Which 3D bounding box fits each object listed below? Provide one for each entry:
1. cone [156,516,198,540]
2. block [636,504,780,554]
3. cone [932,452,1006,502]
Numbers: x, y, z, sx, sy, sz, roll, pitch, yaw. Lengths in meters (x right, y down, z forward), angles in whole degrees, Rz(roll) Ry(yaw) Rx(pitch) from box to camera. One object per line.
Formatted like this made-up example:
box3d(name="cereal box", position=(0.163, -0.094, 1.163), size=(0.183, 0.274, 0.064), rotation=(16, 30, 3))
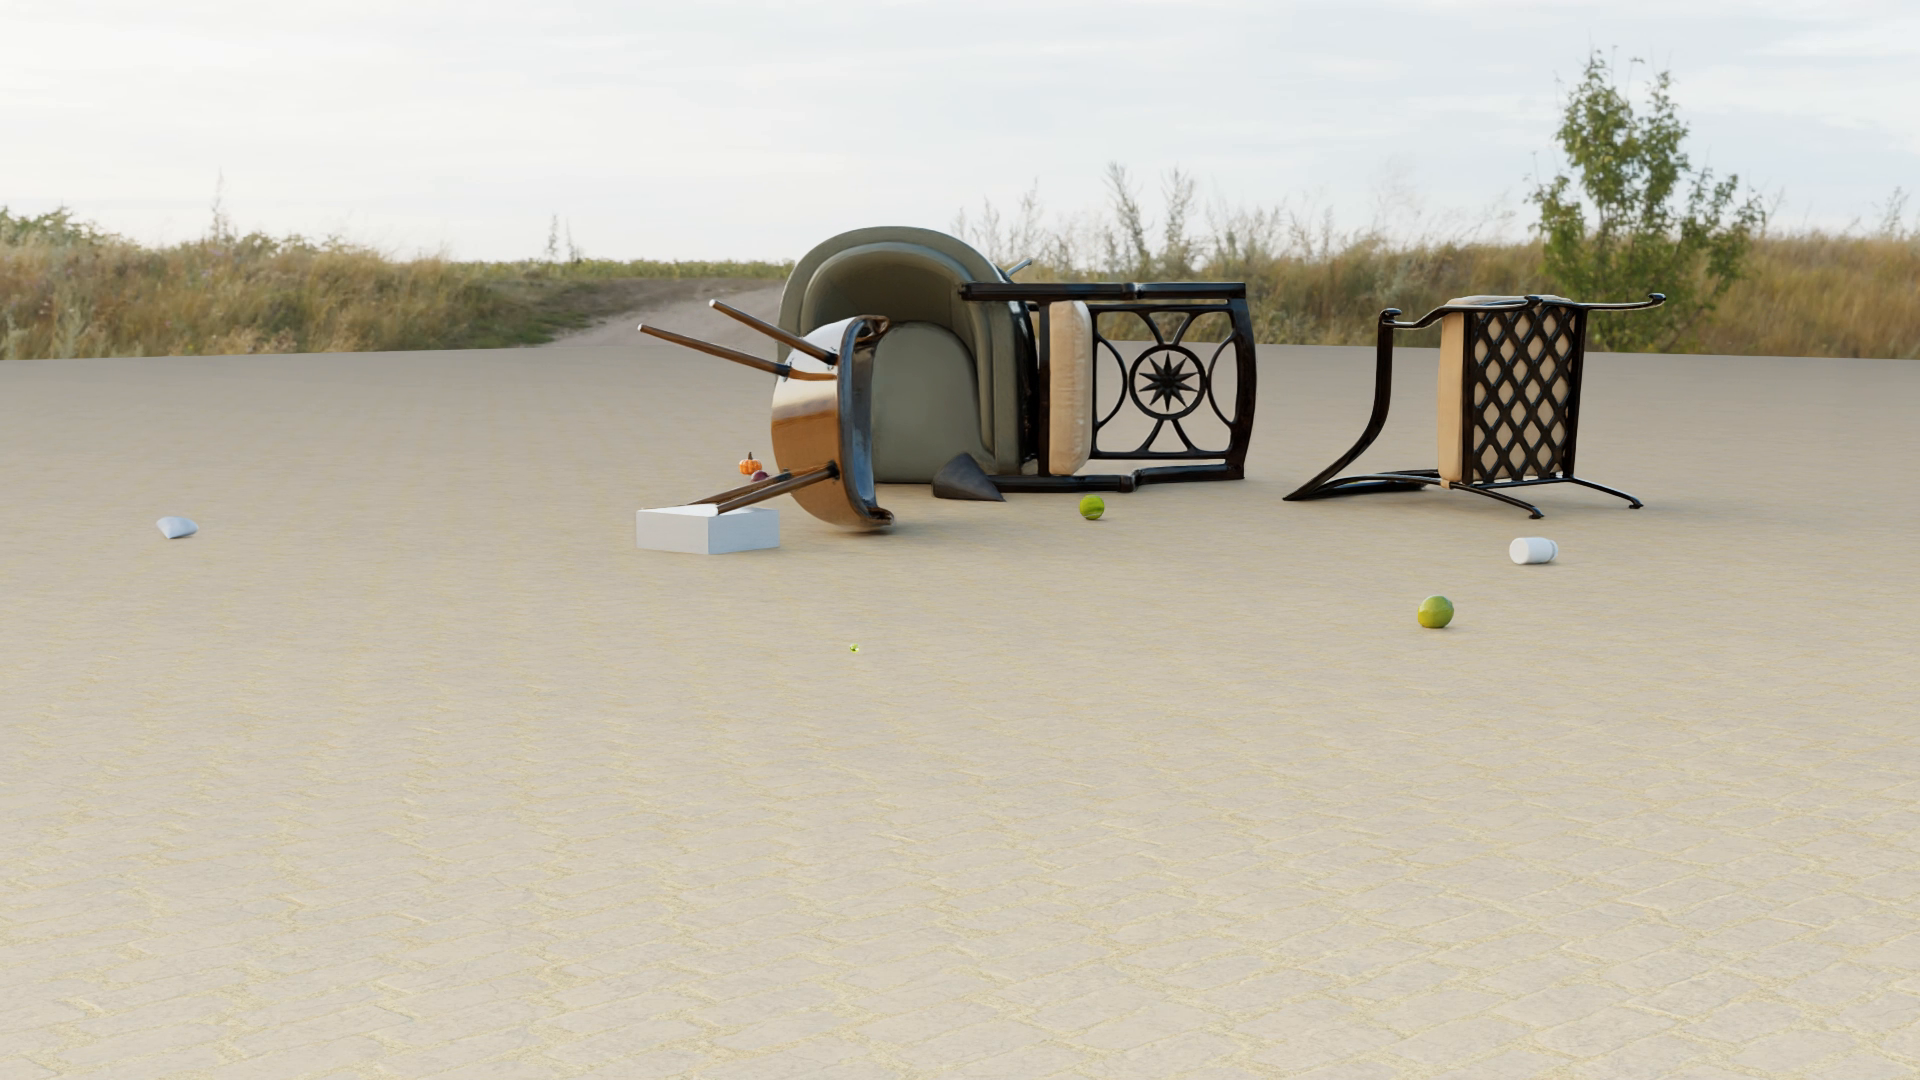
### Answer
box3d(name="cone", position=(-1.981, -0.018, 6.458), size=(0.107, 0.058, 0.065), rotation=(3, 30, 3))
box3d(name="block", position=(-0.613, -0.028, 6.239), size=(0.245, 0.091, 0.244), rotation=(5, 8, 40))
box3d(name="cone", position=(0.058, -0.151, 7.546), size=(0.218, 0.116, 0.178), rotation=(27, 59, 35))
